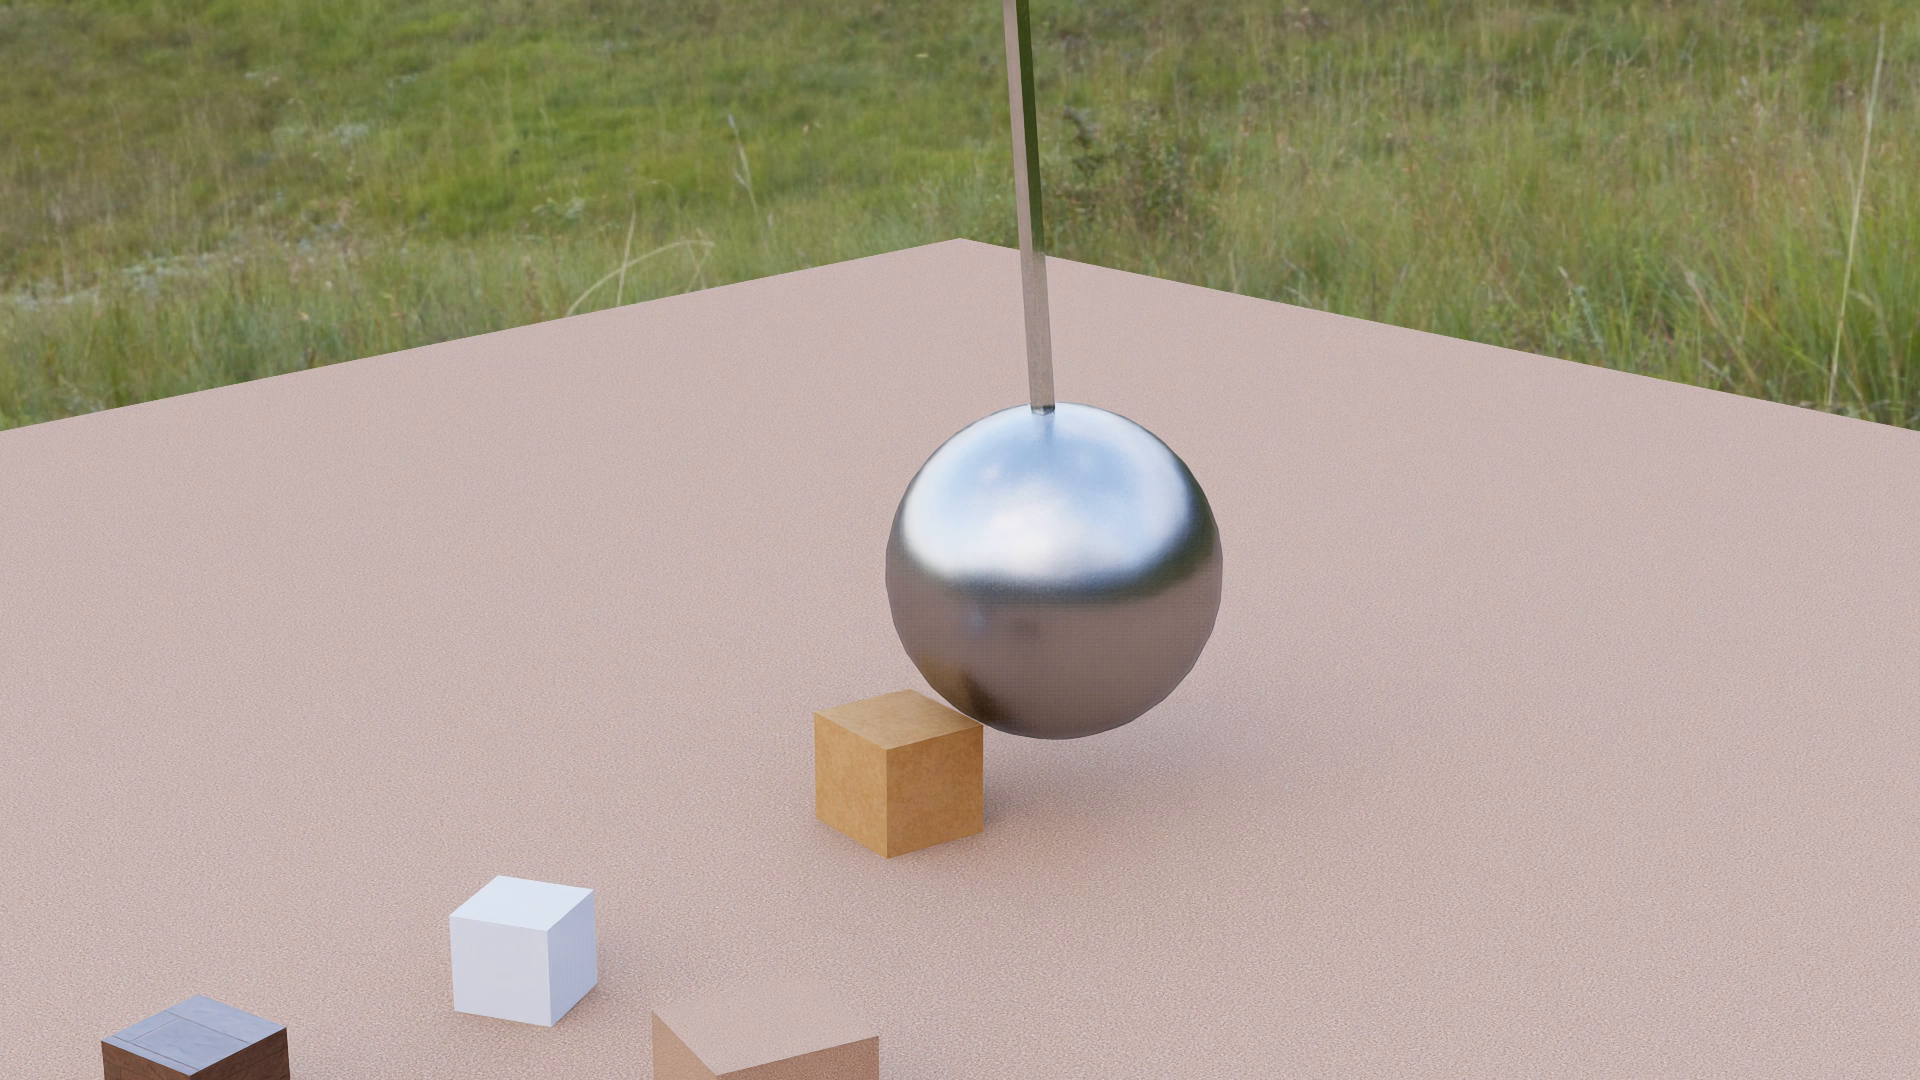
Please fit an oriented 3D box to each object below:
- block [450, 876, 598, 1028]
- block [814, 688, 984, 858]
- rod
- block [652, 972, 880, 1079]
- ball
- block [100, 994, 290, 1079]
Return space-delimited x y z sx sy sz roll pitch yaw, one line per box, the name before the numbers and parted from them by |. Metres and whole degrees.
block | -1.812 1.706 12.199 0.446 0.430 0.428 6 18 18
block | -0.292 1.101 13.934 0.552 0.544 0.607 -12 21 -34
rod | 0.192 -3.006 12.599 0.080 5.200 0.080 17 30 42
block | -0.724 2.045 10.918 0.650 0.551 0.597 -9 20 -27
ball | 0.444 0.144 13.853 1.600 1.600 1.600 0 17 0
block | -2.856 2.063 11.002 0.486 0.466 0.467 12 21 33
